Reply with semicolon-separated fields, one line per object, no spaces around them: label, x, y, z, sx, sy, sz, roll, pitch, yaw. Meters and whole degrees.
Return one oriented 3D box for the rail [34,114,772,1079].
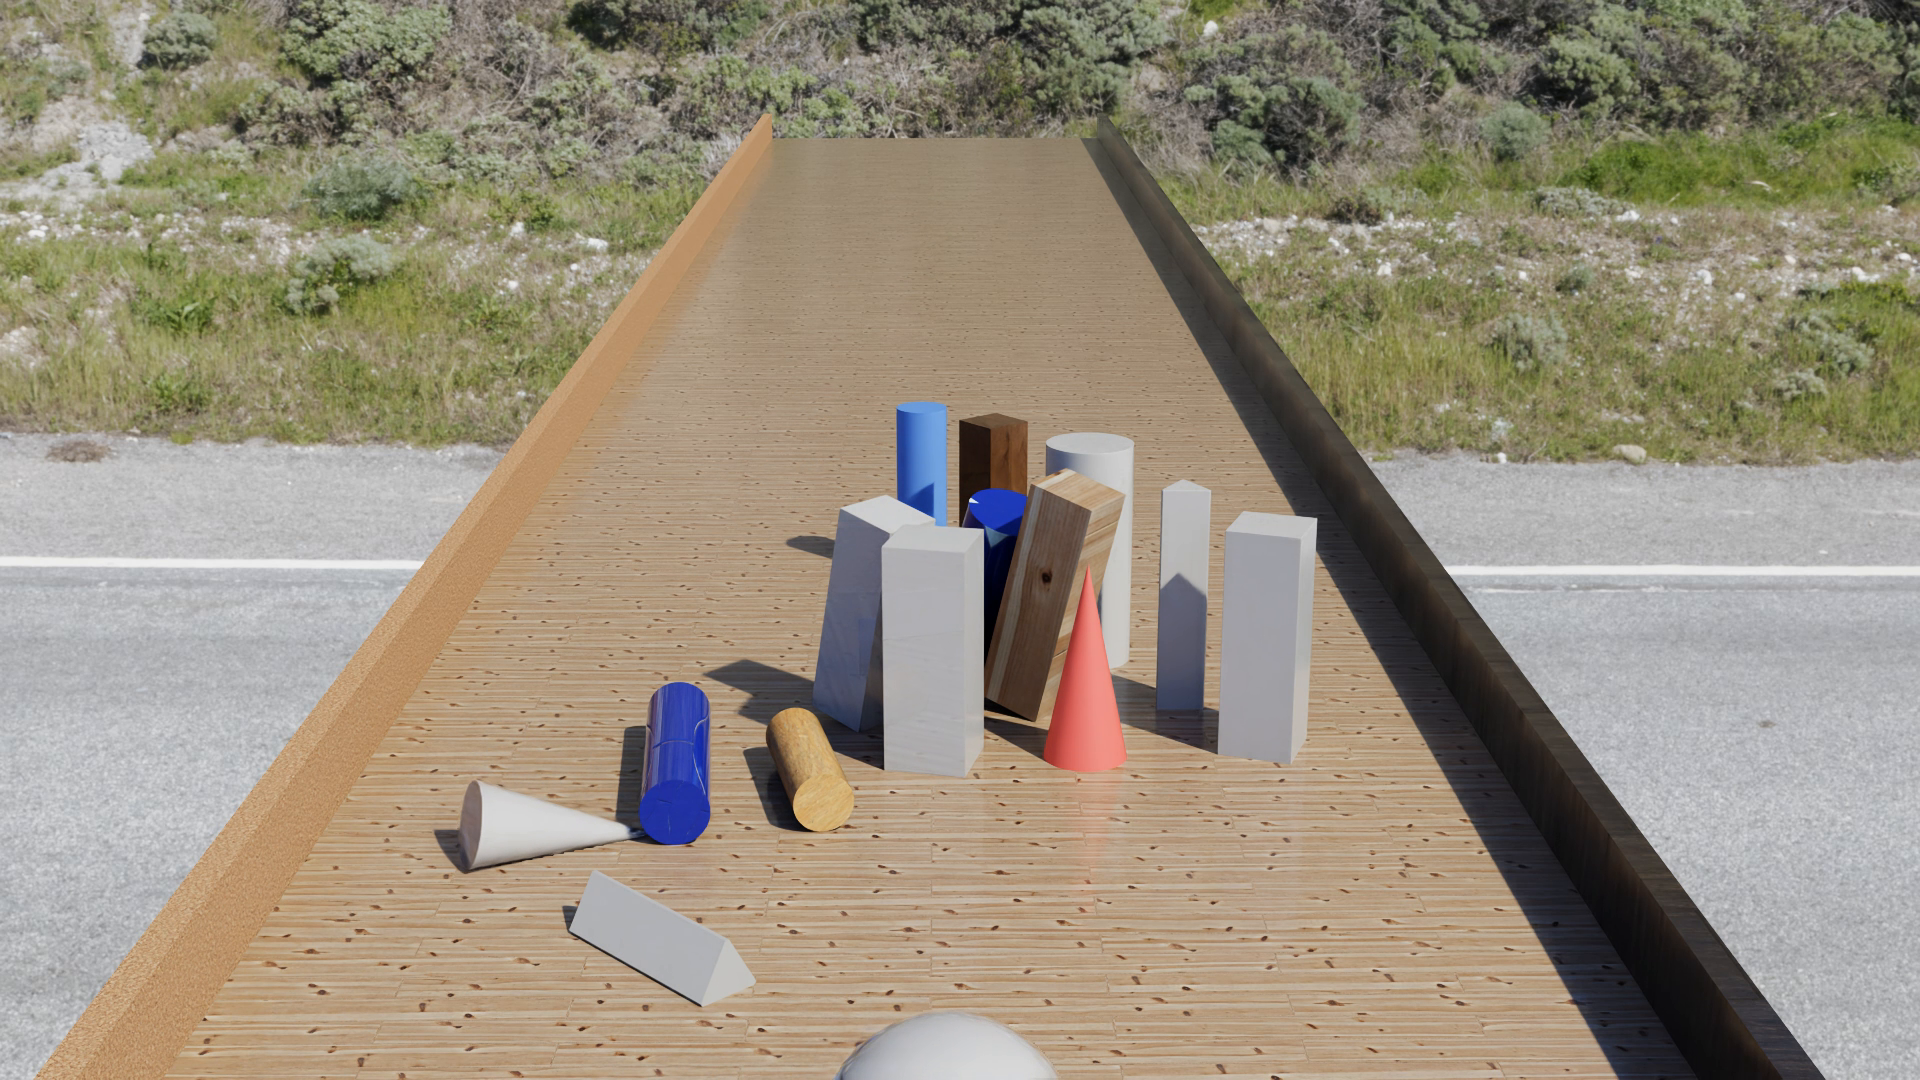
rail;-1.118;-0.838;7.780;0.050;0.150;12.000;0;17;-1

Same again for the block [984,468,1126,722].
block;0.168;0.103;4.077;0.130;0.439;0.130;25;26;25

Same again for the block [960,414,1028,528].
block;0.070;-0.049;4.657;0.102;0.418;0.102;-13;21;-38

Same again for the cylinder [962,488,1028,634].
cylinder;0.052;0.088;4.265;0.158;0.347;0.158;12;33;-8

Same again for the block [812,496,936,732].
block;-0.161;0.135;4.033;0.123;0.404;0.123;26;28;34

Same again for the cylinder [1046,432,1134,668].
cylinder;0.255;0.022;4.374;0.174;0.443;0.174;0;17;0

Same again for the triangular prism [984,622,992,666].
triangular prism;0.013;0.171;4.094;0.080;0.339;0.093;-40;62;-8

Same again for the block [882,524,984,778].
block;-0.046;0.193;3.858;0.146;0.410;0.146;4;17;13

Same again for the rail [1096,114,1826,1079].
rail;0.932;-0.844;7.801;0.050;0.150;12.000;0;17;-1

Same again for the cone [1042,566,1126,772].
cone;0.223;0.213;3.879;0.150;0.360;0.150;0;17;0

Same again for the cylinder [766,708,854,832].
cylinder;-0.259;0.387;3.745;0.101;0.101;0.311;-4;17;-13

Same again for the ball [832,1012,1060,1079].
ball;-0.016;0.674;2.446;0.293;0.293;0.293;0;17;0

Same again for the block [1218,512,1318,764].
block;0.547;0.173;3.914;0.133;0.417;0.133;6;18;20

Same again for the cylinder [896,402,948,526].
cylinder;-0.084;-0.106;4.900;0.111;0.389;0.111;0;17;0

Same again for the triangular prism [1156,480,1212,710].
triangular prism;0.416;0.103;4.130;0.090;0.428;0.078;0;17;1

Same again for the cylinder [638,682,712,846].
cylinder;-0.484;0.375;3.765;0.115;0.115;0.455;-2;17;-6

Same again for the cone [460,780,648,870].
cone;-0.636;0.465;3.541;0.305;0.141;0.141;7;12;-26
